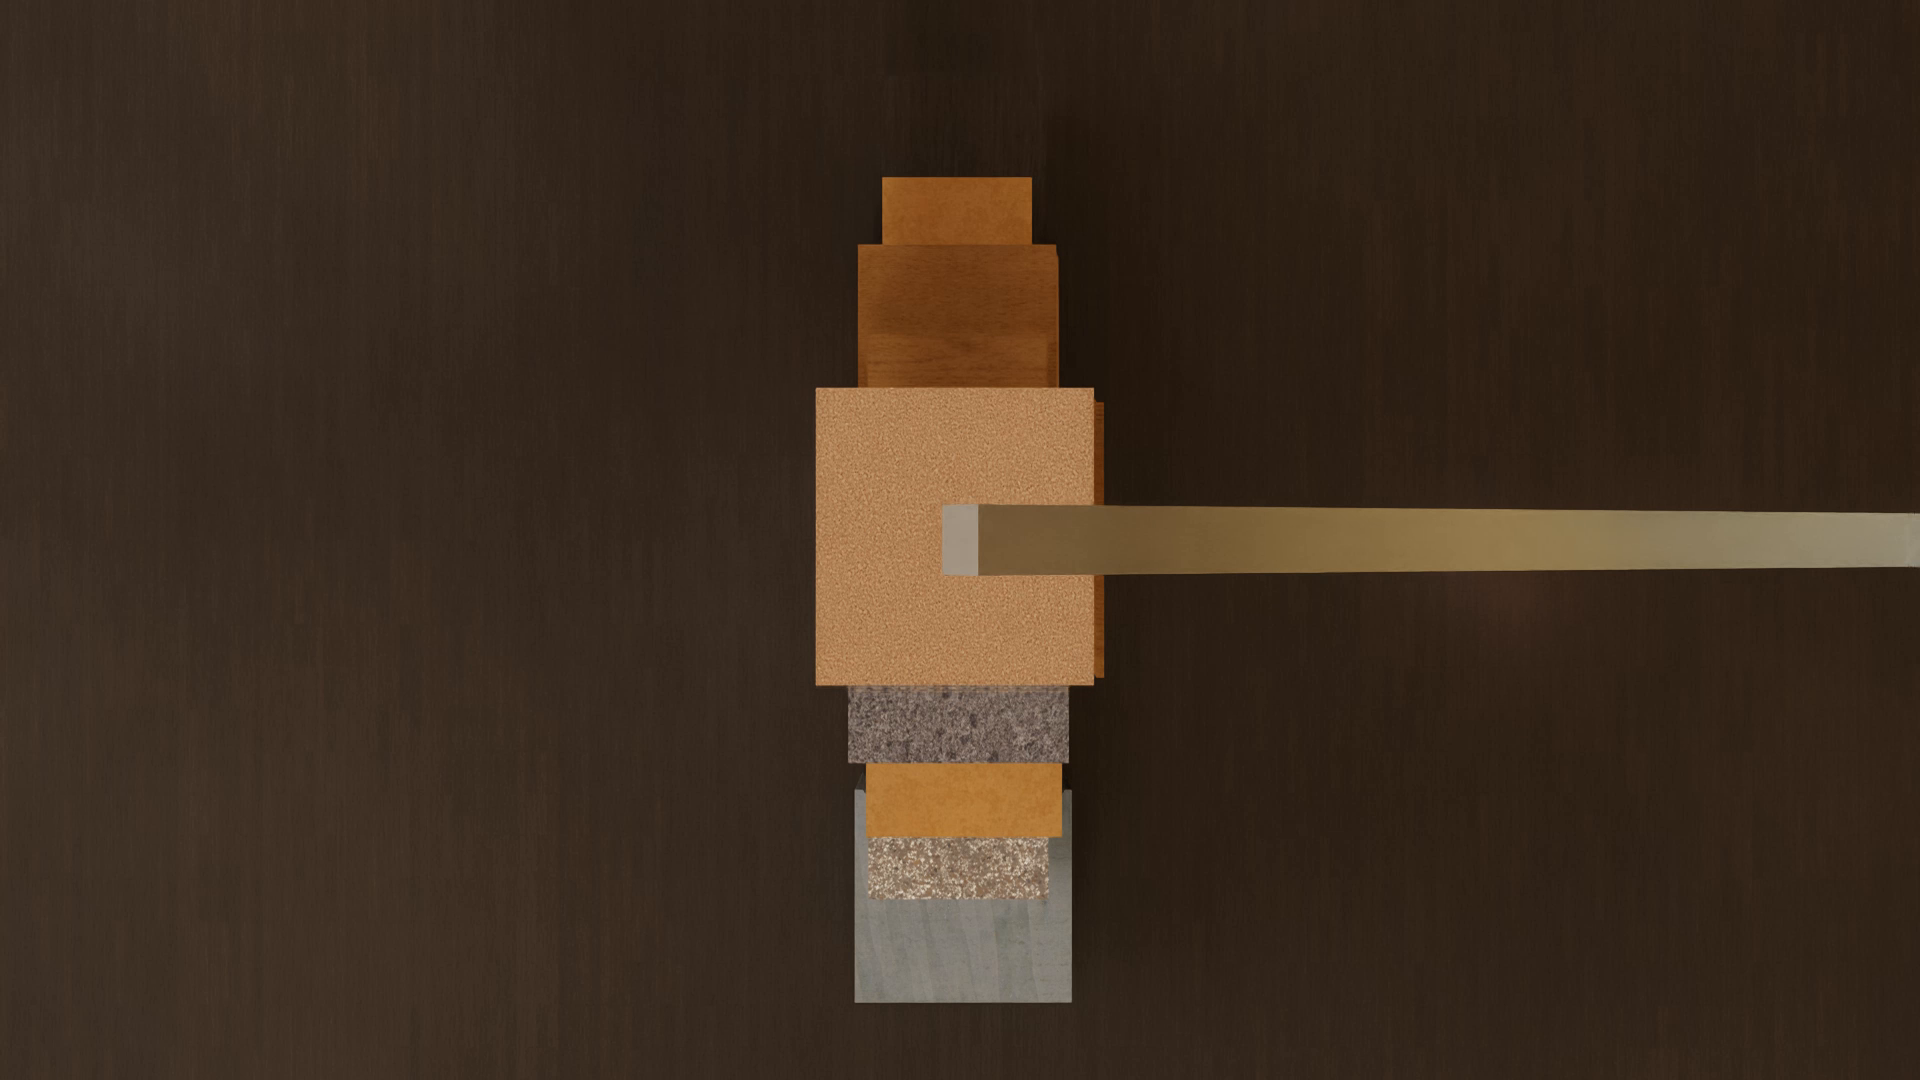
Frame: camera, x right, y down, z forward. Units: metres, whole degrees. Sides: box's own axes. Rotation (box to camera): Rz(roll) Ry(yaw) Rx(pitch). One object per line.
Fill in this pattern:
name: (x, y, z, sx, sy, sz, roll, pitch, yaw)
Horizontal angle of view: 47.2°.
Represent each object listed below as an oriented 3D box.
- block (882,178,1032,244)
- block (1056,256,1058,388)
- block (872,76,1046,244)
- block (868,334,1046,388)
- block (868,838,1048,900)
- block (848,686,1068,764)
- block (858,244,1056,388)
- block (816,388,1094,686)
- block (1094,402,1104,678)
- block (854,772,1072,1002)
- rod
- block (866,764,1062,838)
block: (-0.014, -1.411, 11.521, 0.758, 0.760, 0.853, 0, 90, 0)
block: (0.009, -1.006, 12.450, 1.053, 1.099, 1.058, 0, 90, 0)
block: (-0.004, -2.041, 12.502, 0.949, 0.996, 0.992, 0, 90, 0)
block: (-0.011, -0.446, 9.412, 0.730, 0.857, 0.800, 0, 90, 0)
block: (-0.007, 1.334, 11.646, 0.920, 0.840, 1.003, 0, 90, 0)
block: (-0.006, 0.425, 9.307, 0.880, 1.079, 0.922, 0, 90, 0)
block: (-0.013, -0.971, 10.499, 0.909, 0.855, 0.757, 0, 89, 0)
block: (-0.013, -0.004, 5.892, 0.694, 0.800, 0.743, 0, 89, 0)
block: (0.011, 0.004, 6.746, 0.803, 0.906, 0.787, 0, 89, 0)
block: (0.018, 1.953, 12.533, 1.191, 0.934, 1.167, 0, 90, 0)
rod: (2.234, 0.000, 3.824, 5.200, 0.080, 0.080, 0, 90, -31)
block: (0.019, 0.891, 10.575, 0.903, 0.888, 0.947, 0, 91, 0)
